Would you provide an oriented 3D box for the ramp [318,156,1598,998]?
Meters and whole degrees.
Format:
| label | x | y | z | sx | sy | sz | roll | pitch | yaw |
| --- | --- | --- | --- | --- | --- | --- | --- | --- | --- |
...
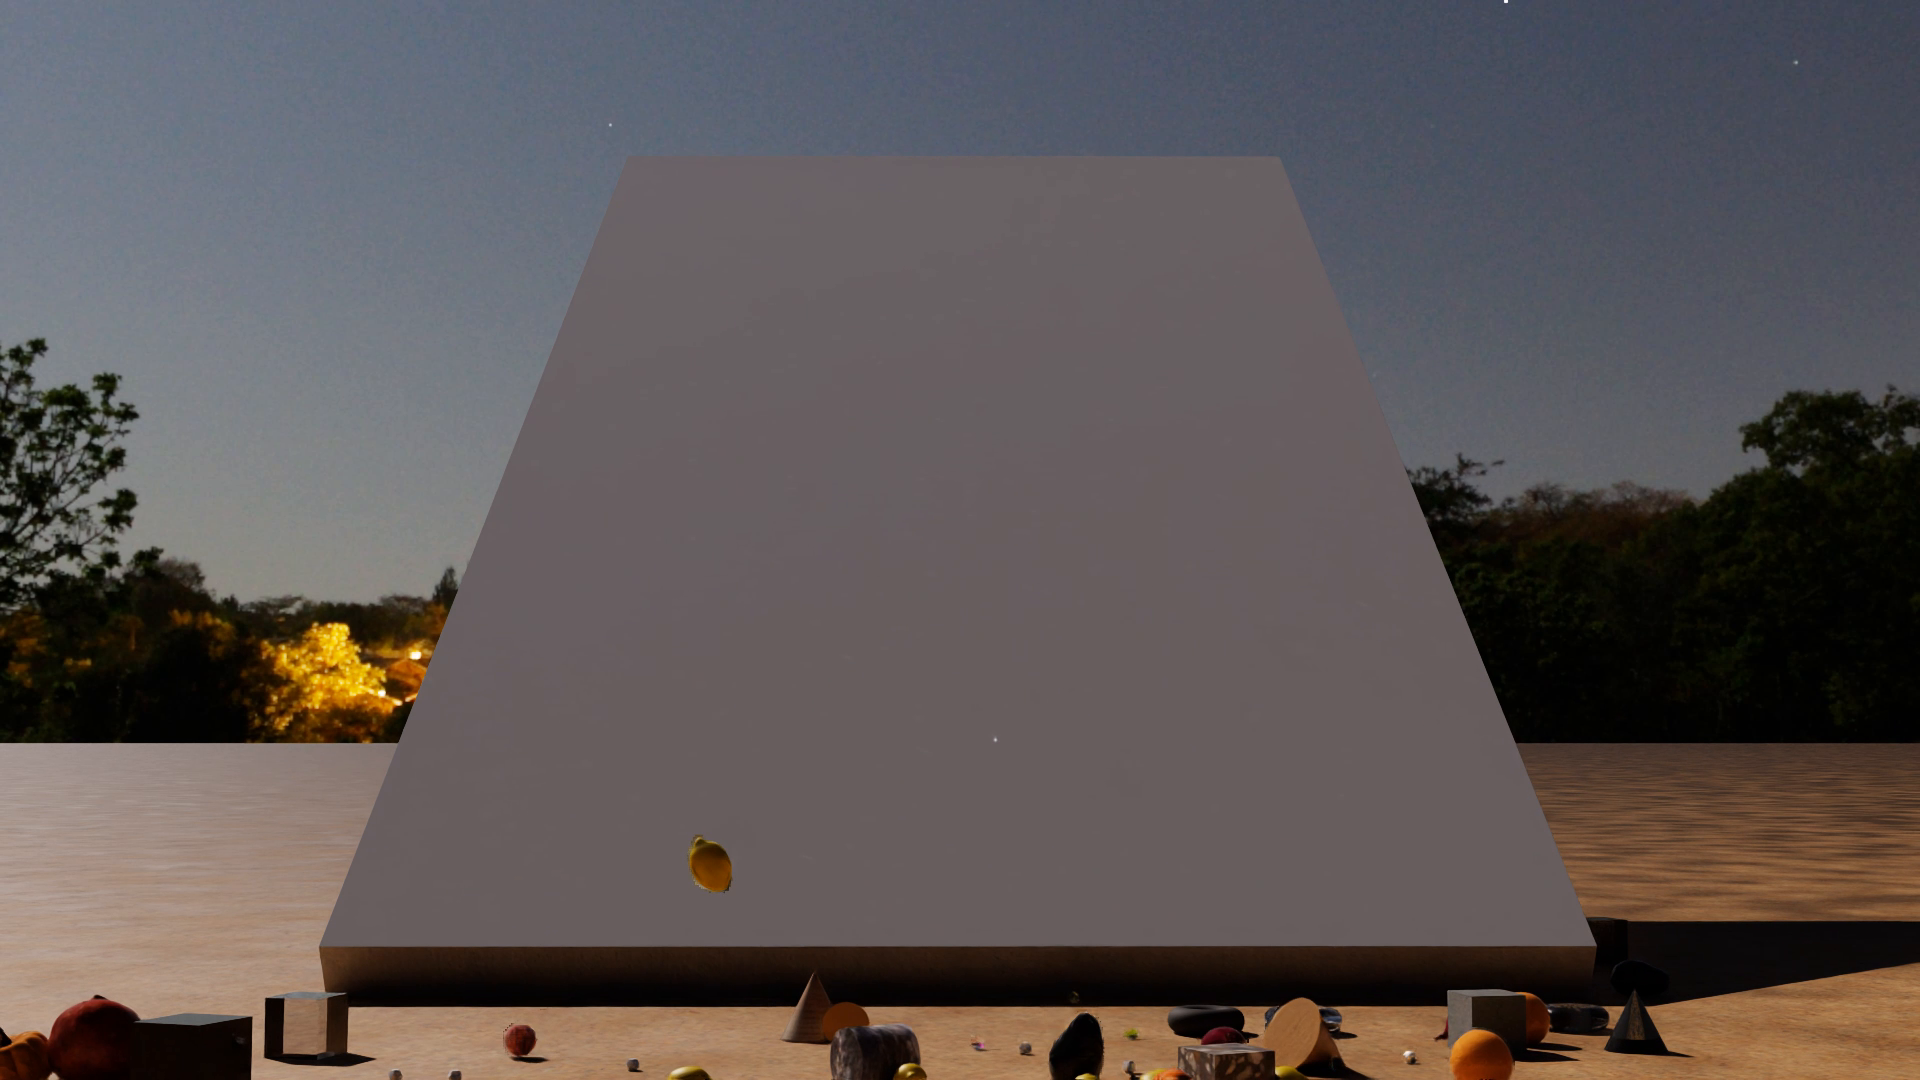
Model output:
| label | x | y | z | sx | sy | sz | roll | pitch | yaw |
| --- | --- | --- | --- | --- | --- | --- | --- | --- | --- |
| ramp | -0.011 | -0.227 | 5.513 | 2.000 | 0.100 | 4.000 | 0 | 27 | 0 |

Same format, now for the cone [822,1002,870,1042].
| label | x | y | z | sx | sy | sz | roll | pitch | yaw |
| --- | --- | --- | --- | --- | --- | --- | --- | --- | --- |
| cone | -0.153 | 0.665 | 3.199 | 0.063 | 0.063 | 0.063 | 0 | -31 | -2 |

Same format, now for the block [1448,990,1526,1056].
| label | x | y | z | sx | sy | sz | roll | pitch | yaw |
| --- | --- | --- | --- | --- | --- | --- | --- | --- | --- |
| block | 0.693 | 0.634 | 3.120 | 0.076 | 0.076 | 0.076 | 1 | -5 | -12 |

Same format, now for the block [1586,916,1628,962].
| label | x | y | z | sx | sy | sz | roll | pitch | yaw |
| --- | --- | --- | --- | --- | --- | --- | --- | --- | --- |
| block | 1.179 | 0.739 | 4.383 | 0.076 | 0.076 | 0.076 | 2 | -5 | -19 |

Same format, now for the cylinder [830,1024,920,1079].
| label | x | y | z | sx | sy | sz | roll | pitch | yaw |
| --- | --- | --- | --- | --- | --- | --- | --- | --- | --- |
| cylinder | -0.099 | 0.604 | 2.759 | 0.077 | 0.077 | 0.077 | 3 | -6 | -32 |

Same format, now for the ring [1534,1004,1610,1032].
| label | x | y | z | sx | sy | sz | roll | pitch | yaw |
| --- | --- | --- | --- | --- | --- | --- | --- | --- | --- |
| ring | 0.864 | 0.675 | 3.348 | 0.102 | 0.034 | 0.102 | 0 | -6 | 0 |

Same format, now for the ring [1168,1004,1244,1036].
| label | x | y | z | sx | sy | sz | roll | pitch | yaw |
| --- | --- | --- | --- | --- | --- | --- | --- | --- | --- |
| ring | 0.343 | 0.670 | 3.308 | 0.108 | 0.036 | 0.108 | 1 | -6 | 0 |

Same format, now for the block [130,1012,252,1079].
| label | x | y | z | sx | sy | sz | roll | pitch | yaw |
| --- | --- | --- | --- | --- | --- | --- | --- | --- | --- |
| block | -0.870 | 0.589 | 2.684 | 0.093 | 0.093 | 0.093 | -2 | -5 | 21 |

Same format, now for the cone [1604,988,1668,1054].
| label | x | y | z | sx | sy | sz | roll | pitch | yaw |
| --- | --- | --- | --- | --- | --- | --- | --- | --- | --- |
| cone | 0.891 | 0.632 | 3.127 | 0.082 | 0.082 | 0.082 | 0 | -5 | 0 |

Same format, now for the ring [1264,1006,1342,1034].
| label | x | y | z | sx | sy | sz | roll | pitch | yaw |
| --- | --- | --- | --- | --- | --- | --- | --- | --- | --- |
| ring | 0.479 | 0.670 | 3.308 | 0.108 | 0.036 | 0.108 | 1 | -6 | 0 |

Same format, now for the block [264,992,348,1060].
| label | x | y | z | sx | sy | sz | roll | pitch | yaw |
| --- | --- | --- | --- | --- | --- | --- | --- | --- | --- |
| block | -0.849 | 0.631 | 3.081 | 0.077 | 0.077 | 0.077 | -1 | -5 | 15 |

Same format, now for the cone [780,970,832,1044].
| label | x | y | z | sx | sy | sz | roll | pitch | yaw |
| --- | --- | --- | --- | --- | --- | --- | --- | --- | --- |
| cone | -0.199 | 0.636 | 3.244 | 0.094 | 0.094 | 0.094 | 0 | -5 | 0 |

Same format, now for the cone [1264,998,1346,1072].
| label | x | y | z | sx | sy | sz | roll | pitch | yaw |
| --- | --- | --- | --- | --- | --- | --- | --- | --- | --- |
| cone | 0.447 | 0.636 | 2.952 | 0.098 | 0.098 | 0.098 | 33 | -20 | -25 |

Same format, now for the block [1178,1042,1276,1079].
| label | x | y | z | sx | sy | sz | roll | pitch | yaw |
| --- | --- | --- | --- | --- | --- | --- | --- | --- | --- |
| block | 0.288 | 0.588 | 2.561 | 0.076 | 0.076 | 0.076 | 2 | -5 | -26 |
